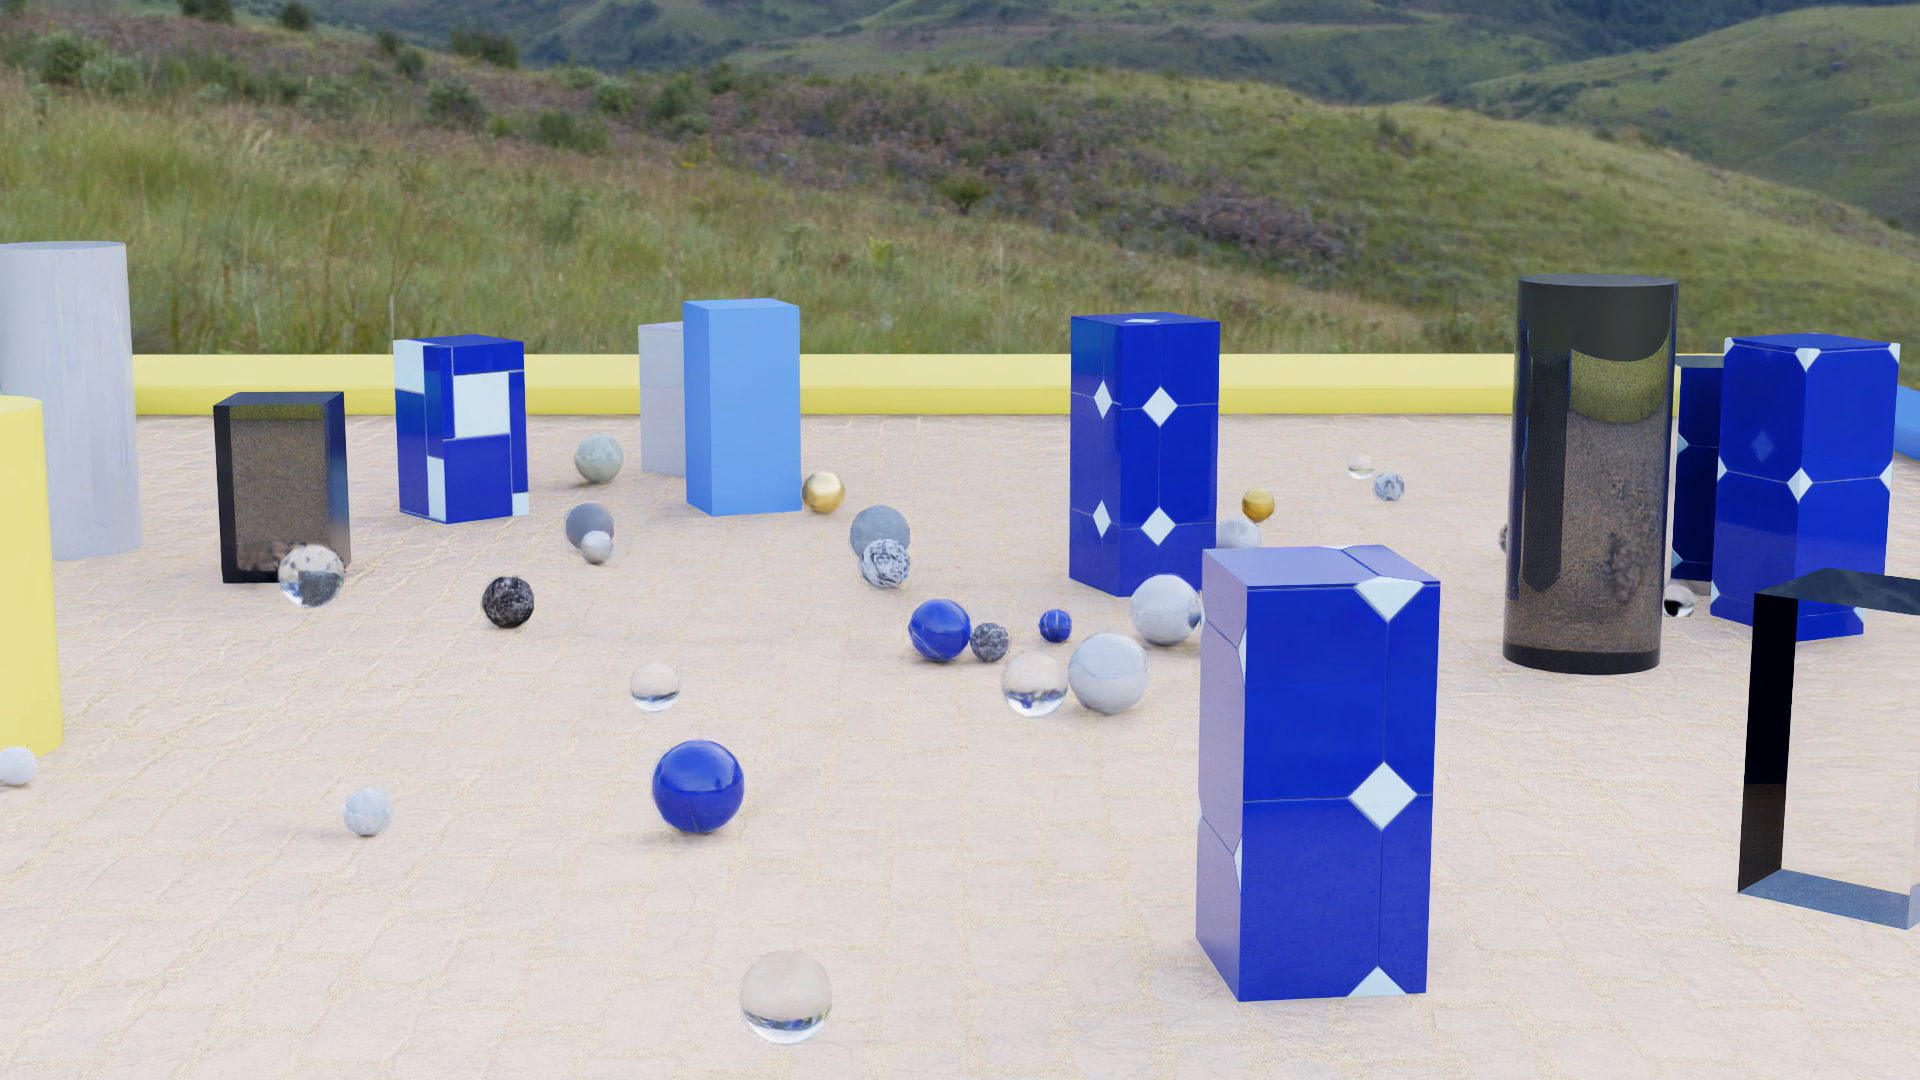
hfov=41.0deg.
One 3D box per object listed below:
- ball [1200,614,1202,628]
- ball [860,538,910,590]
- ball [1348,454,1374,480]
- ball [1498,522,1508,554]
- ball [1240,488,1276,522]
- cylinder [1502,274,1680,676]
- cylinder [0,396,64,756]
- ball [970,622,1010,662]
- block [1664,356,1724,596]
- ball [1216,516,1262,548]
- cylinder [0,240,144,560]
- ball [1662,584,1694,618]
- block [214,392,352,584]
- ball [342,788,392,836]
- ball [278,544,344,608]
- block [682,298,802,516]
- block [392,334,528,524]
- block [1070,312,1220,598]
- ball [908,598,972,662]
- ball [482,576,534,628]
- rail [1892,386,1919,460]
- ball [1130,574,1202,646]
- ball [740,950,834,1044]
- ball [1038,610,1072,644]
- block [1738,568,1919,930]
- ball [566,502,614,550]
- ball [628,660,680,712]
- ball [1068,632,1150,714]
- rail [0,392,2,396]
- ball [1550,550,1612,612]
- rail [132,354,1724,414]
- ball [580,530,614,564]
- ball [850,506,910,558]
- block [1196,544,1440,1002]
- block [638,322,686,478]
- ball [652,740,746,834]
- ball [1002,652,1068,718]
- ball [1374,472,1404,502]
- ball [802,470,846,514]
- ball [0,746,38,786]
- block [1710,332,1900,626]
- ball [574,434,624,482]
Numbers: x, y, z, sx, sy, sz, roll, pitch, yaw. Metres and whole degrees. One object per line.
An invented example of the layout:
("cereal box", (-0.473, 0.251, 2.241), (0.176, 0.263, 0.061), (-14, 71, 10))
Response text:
("ball", (0.335, 0.103, 3.231), (0.066, 0.066, 0.066), (0, 11, 0))
("ball", (-0.105, 0.033, 3.591), (0.071, 0.071, 0.071), (0, 11, 0))
("ball", (0.708, -0.129, 4.527), (0.048, 0.048, 0.048), (0, 11, 0))
("ball", (0.829, -0.001, 3.806), (0.060, 0.060, 0.060), (0, 11, 0))
("ball", (0.479, -0.057, 4.122), (0.055, 0.055, 0.055), (0, 11, 0))
("cylinder", (0.770, -0.084, 3.141), (0.191, 0.467, 0.191), (0, 11, 0))
("cylinder", (-1.067, 0.041, 2.733), (0.191, 0.370, 0.191), (0, 11, 0))
("ball", (0.037, 0.126, 3.157), (0.048, 0.048, 0.048), (0, 11, 0))
("block", (1.061, -0.092, 3.594), (0.152, 0.317, 0.152), (0, 11, 2))
("ball", (0.403, 0.004, 3.738), (0.075, 0.075, 0.075), (0, 11, 0))
("cylinder", (-1.342, -0.214, 3.863), (0.191, 0.458, 0.191), (0, 11, 0))
("ball", (0.953, 0.080, 3.411), (0.045, 0.045, 0.045), (0, 11, 0))
("block", (-0.972, -0.078, 3.687), (0.152, 0.254, 0.152), (0, 11, -3))
("ball", (-0.566, 0.259, 2.447), (0.046, 0.046, 0.046), (0, 11, 0))
("ball", (-0.877, 0.048, 3.469), (0.086, 0.086, 0.086), (0, 11, 0))
("block", (-0.360, -0.221, 4.232), (0.152, 0.337, 0.152), (-4, 11, -21))
("block", (-0.812, -0.183, 4.176), (0.152, 0.282, 0.152), (-9, 14, -40))
("block", (0.257, -0.123, 3.601), (0.152, 0.375, 0.152), (-5, 12, -24))
("ball", (-0.024, 0.110, 3.158), (0.078, 0.078, 0.078), (0, 11, 0))
("ball", (-0.589, 0.081, 3.345), (0.068, 0.068, 0.068), (0, 11, 0))
("rail", (1.763, 0.030, 3.459), (0.045, 0.124, 3.916), (0, 11, 0))
("ball", (0.260, 0.088, 3.243), (0.090, 0.090, 0.090), (0, 11, 0))
("ball", (-0.130, 0.343, 1.928), (0.070, 0.070, 0.070), (0, 11, 0))
("ball", (0.121, 0.109, 3.259), (0.043, 0.043, 0.043), (0, 11, 0))
("block", (0.798, 0.178, 2.262), (0.152, 0.272, 0.152), (9, 14, 40))
("ball", (-0.557, -0.019, 3.865), (0.074, 0.074, 0.074), (0, 11, 0))
("ball", (-0.346, 0.166, 2.911), (0.058, 0.058, 0.058), (0, 11, 0))
("ball", (0.168, 0.150, 2.903), (0.093, 0.093, 0.093), (0, 11, 0))
("rail", (-1.763, 0.034, 3.439), (0.045, 0.124, 3.916), (0, 11, 0))
("ball", (0.833, 0.055, 3.447), (0.082, 0.082, 0.082), (0, 11, 0))
("rail", (-0.011, -0.322, 5.351), (3.574, 0.124, 0.045), (0, 11, 0))
("ball", (-0.534, 0.010, 3.774), (0.049, 0.049, 0.049), (0, 11, 0))
("ball", (-0.117, -0.006, 3.755), (0.089, 0.089, 0.089), (0, 11, 0))
("block", (0.284, 0.183, 2.068), (0.152, 0.333, 0.152), (-1, 11, -7))
("block", (-0.468, -0.256, 4.620), (0.152, 0.263, 0.152), (10, 15, 43))
("ball", (-0.250, 0.236, 2.453), (0.090, 0.090, 0.090), (0, 11, 0))
("ball", (0.084, 0.163, 2.888), (0.075, 0.075, 0.075), (0, 11, 0))
("ball", (0.721, -0.090, 4.305), (0.051, 0.051, 0.051), (0, 11, 0))
("ball", (-0.223, -0.078, 4.189), (0.070, 0.070, 0.070), (0, 11, 0))
("ball", (-0.963, 0.230, 2.617), (0.041, 0.041, 0.041), (0, 11, 0))
("block", (1.103, -0.076, 3.357), (0.152, 0.371, 0.152), (-5, 12, -24))
("ball", (-0.633, -0.143, 4.498), (0.087, 0.087, 0.087), (0, 11, 0))
